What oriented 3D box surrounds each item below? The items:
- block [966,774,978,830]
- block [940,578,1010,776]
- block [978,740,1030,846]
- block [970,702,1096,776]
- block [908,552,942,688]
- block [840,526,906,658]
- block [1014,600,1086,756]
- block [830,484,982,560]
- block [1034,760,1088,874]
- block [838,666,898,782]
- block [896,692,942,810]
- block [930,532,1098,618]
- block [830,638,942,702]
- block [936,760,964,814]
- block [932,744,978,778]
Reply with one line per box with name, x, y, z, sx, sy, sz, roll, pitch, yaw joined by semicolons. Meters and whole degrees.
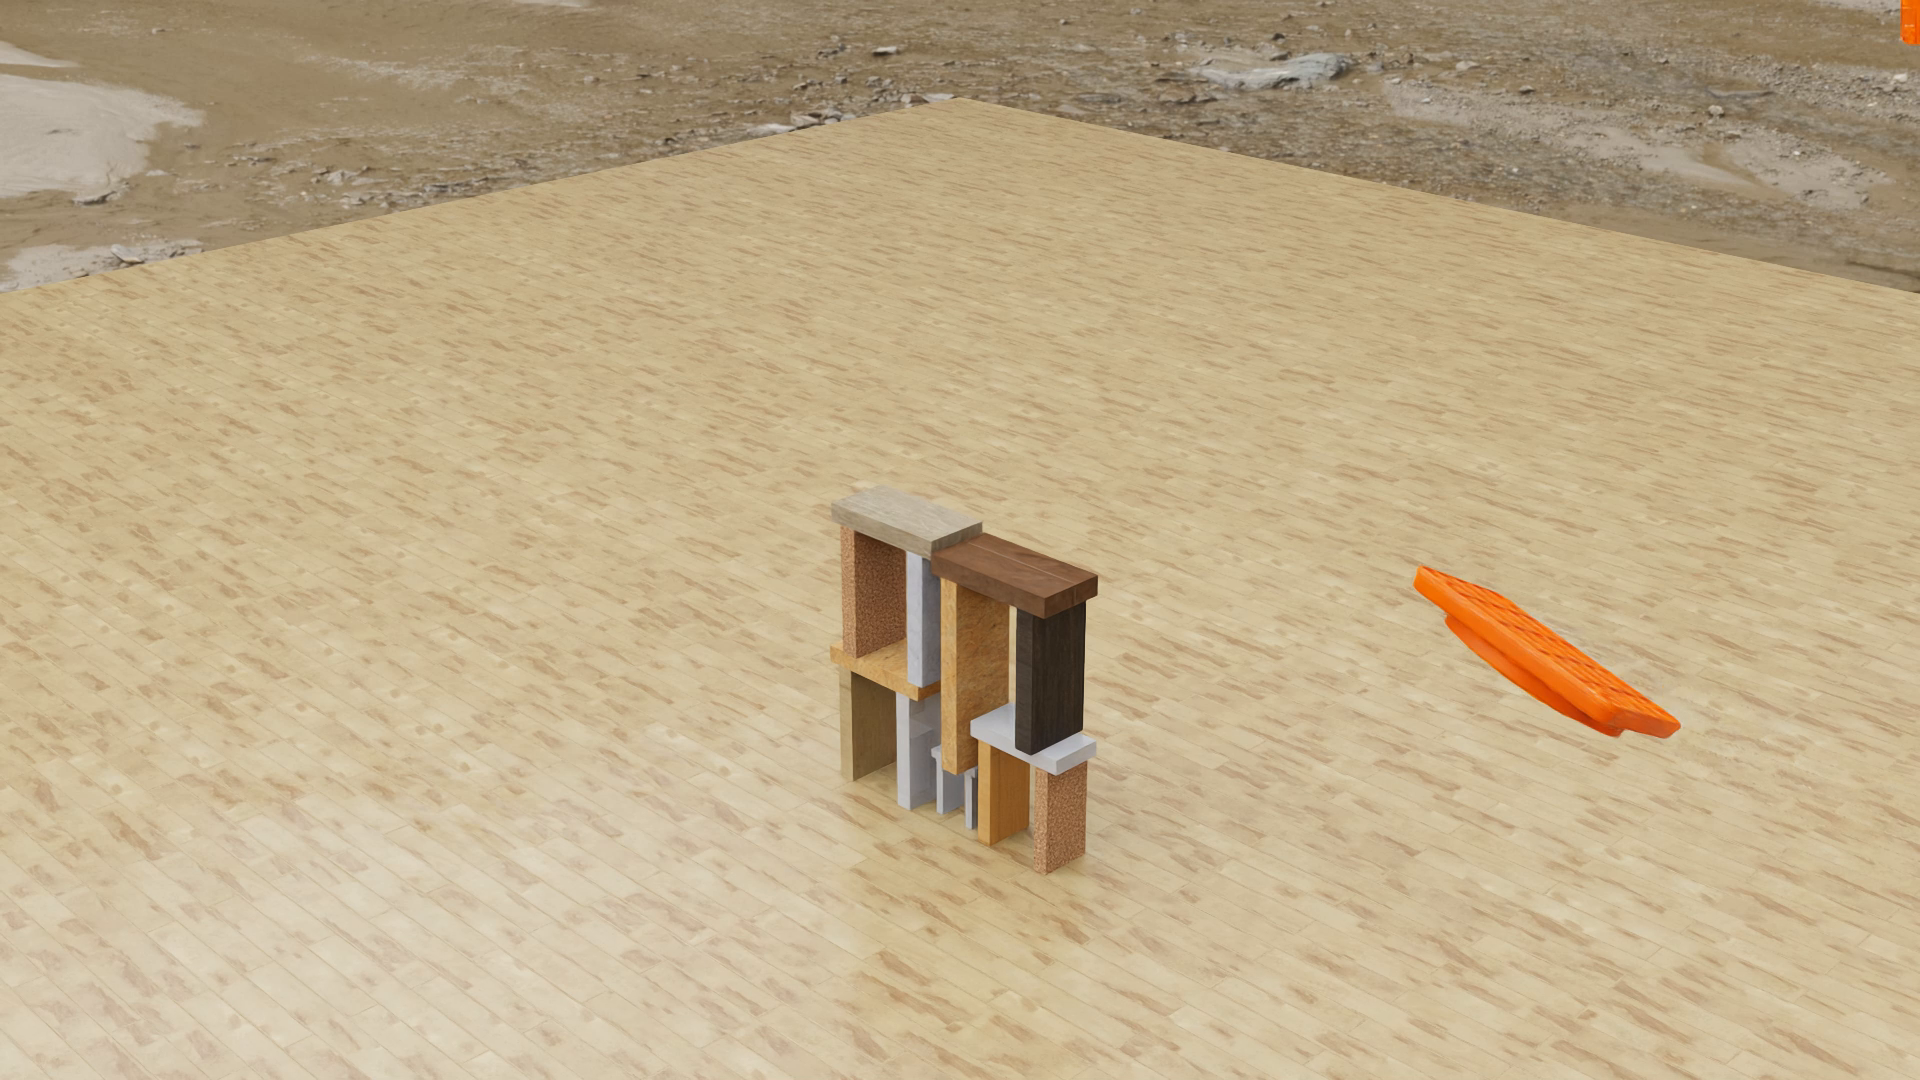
block;0.039;0.511;4.397;0.062;0.123;0.017;-21;31;-41
block;0.030;0.246;4.293;0.147;0.412;0.042;-21;31;-41
block;0.087;0.480;4.339;0.032;0.227;0.113;21;31;41
block;0.141;0.382;4.239;0.227;0.032;0.113;21;31;41
block;-0.040;0.137;4.325;0.040;0.282;0.141;21;31;39
block;-0.174;0.086;4.446;0.040;0.282;0.141;21;31;40
block;0.171;0.245;4.144;0.042;0.293;0.147;21;31;41
block;-0.106;-0.037;4.323;0.282;0.040;0.141;21;31;40
block;0.194;0.522;4.241;0.032;0.227;0.113;21;31;41
block;-0.190;0.361;4.580;0.036;0.257;0.129;21;31;41
block;-0.069;0.409;4.468;0.036;0.257;0.129;21;31;41
block;0.101;0.064;4.142;0.293;0.042;0.147;21;31;40
block;-0.129;0.250;4.467;0.257;0.036;0.129;21;31;40
block;-0.019;0.489;4.451;0.062;0.123;0.017;-21;31;-41
block;0.008;0.436;4.396;0.062;0.017;0.123;-21;31;-40
